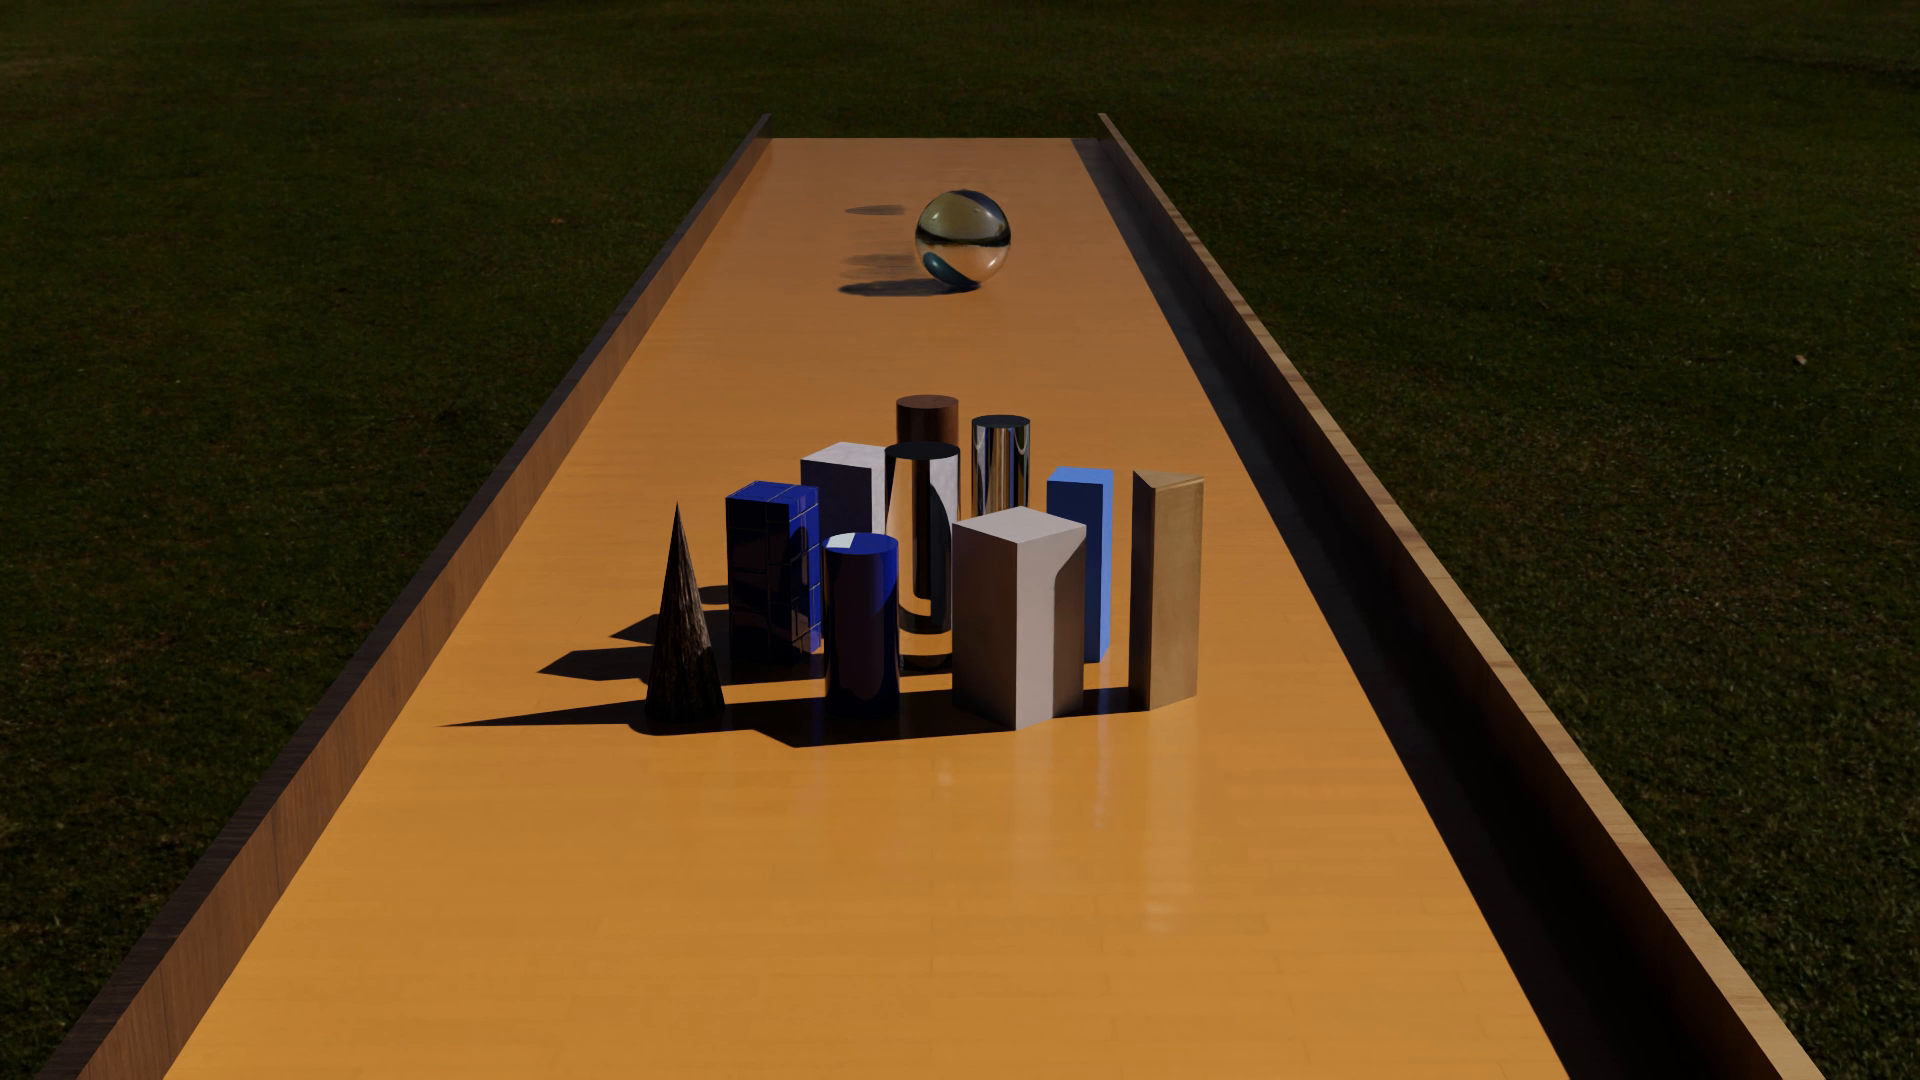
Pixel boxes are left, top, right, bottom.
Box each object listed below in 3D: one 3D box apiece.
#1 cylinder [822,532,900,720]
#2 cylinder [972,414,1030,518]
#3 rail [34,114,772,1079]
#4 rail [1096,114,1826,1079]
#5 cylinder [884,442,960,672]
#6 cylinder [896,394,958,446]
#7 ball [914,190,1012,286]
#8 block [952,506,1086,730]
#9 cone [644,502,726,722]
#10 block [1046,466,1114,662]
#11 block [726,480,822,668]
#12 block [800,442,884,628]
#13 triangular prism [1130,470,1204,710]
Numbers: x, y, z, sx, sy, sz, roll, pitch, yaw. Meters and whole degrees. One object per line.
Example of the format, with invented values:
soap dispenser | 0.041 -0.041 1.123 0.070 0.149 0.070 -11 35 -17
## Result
cylinder | -0.184 0.161 4.116 0.142 0.324 0.142 0 17 0
cylinder | 0.085 -0.047 4.651 0.123 0.419 0.123 0 17 0
rail | -1.118 -0.838 7.780 0.050 0.150 12.000 0 17 -1
rail | 0.932 -0.844 7.801 0.050 0.150 12.000 0 17 -1
cylinder | -0.074 0.032 4.363 0.150 0.432 0.150 0 17 0
cylinder | -0.071 -0.105 4.855 0.137 0.412 0.137 0 17 0
ball | 0.012 -1.166 8.493 0.372 0.372 0.372 0 17 0
block | 0.109 0.143 4.113 0.175 0.360 0.175 -14 22 -40
cone | -0.520 0.123 4.099 0.153 0.408 0.153 0 17 0
block | 0.239 0.049 4.413 0.112 0.370 0.112 4 17 14
block | -0.373 0.067 4.412 0.138 0.337 0.138 6 18 20
block | -0.217 -0.006 4.617 0.167 0.358 0.167 8 18 25
triangular prism | 0.367 0.088 4.165 0.133 0.436 0.116 -14 21 -38
